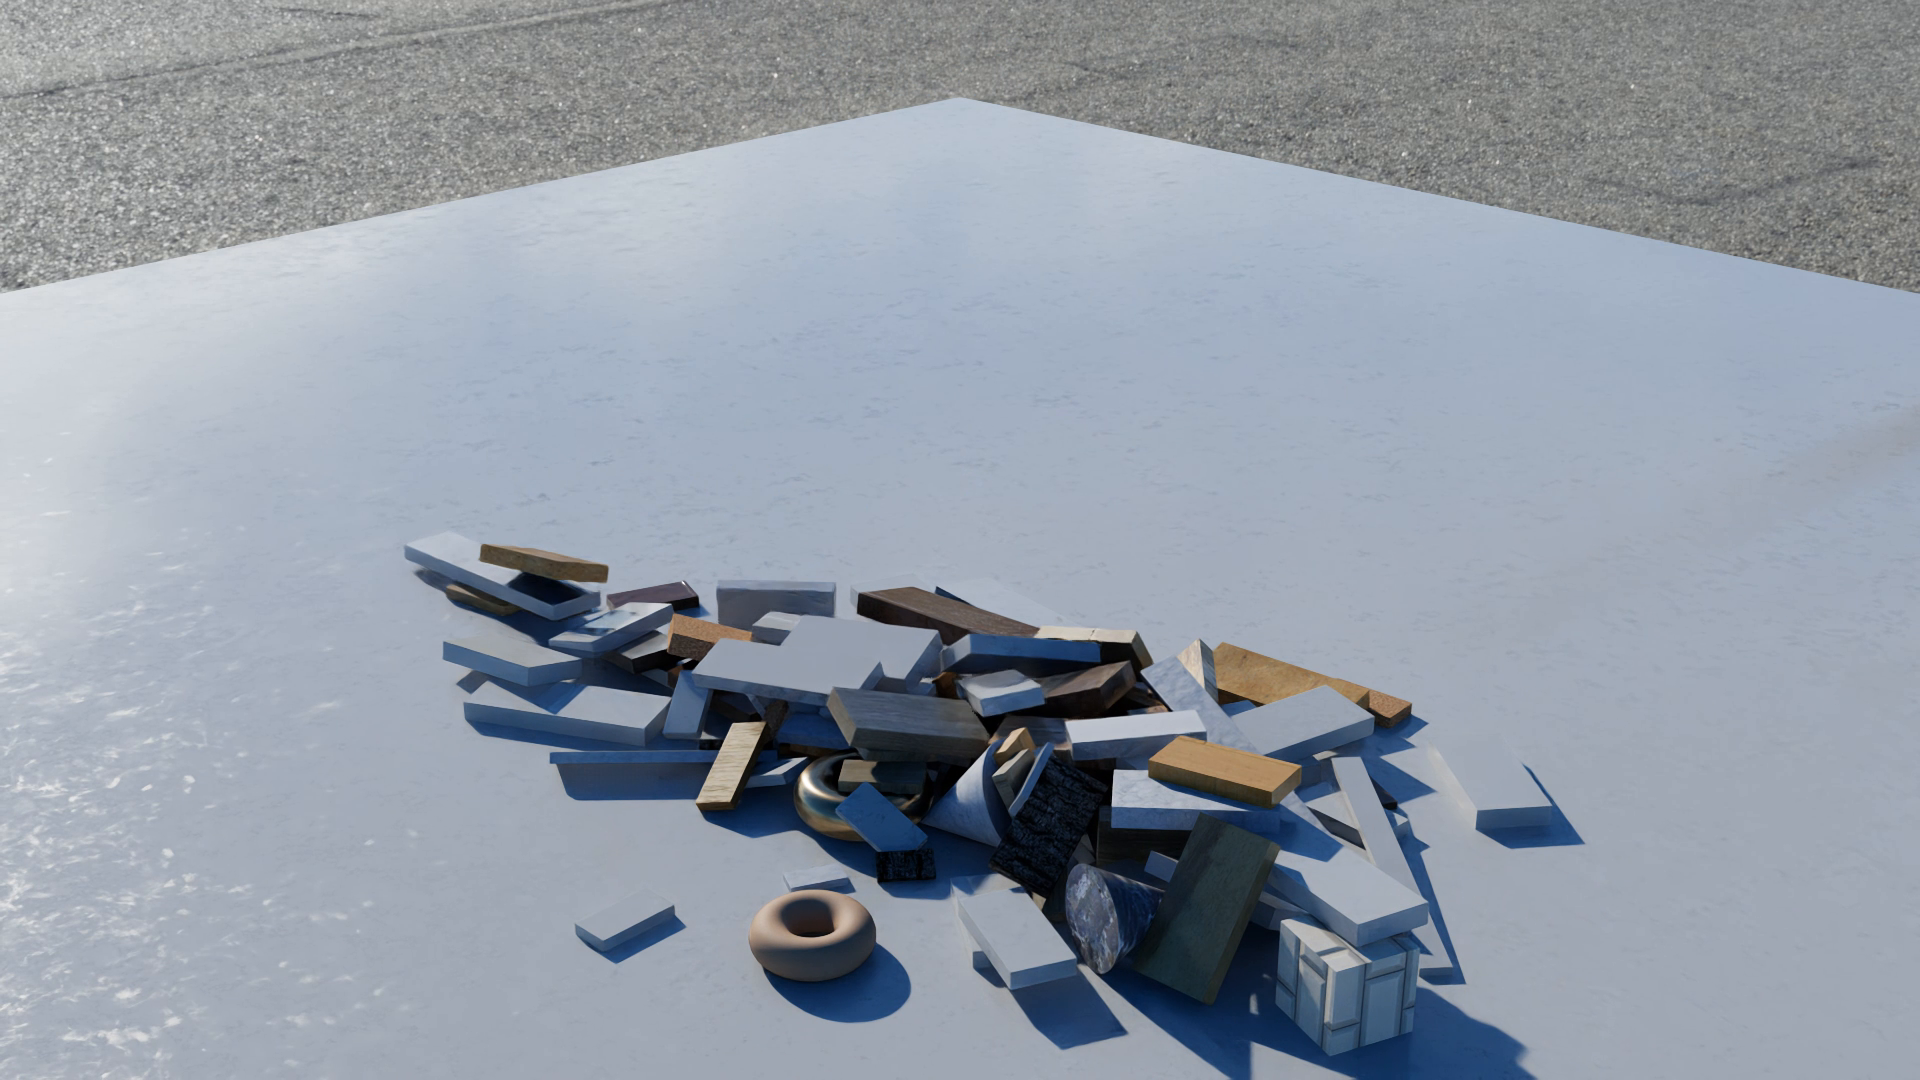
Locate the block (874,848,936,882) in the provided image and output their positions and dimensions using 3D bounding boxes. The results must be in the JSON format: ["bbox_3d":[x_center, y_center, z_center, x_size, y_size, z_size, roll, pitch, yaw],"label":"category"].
[{"bbox_3d":[-0.105,0.626,4.226,0.112,0.016,0.056,-3,60,-6],"label":"block"}]

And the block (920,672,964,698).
[{"bbox_3d":[-0.057,0.316,4.856,0.276,0.039,0.138,-2,15,-38],"label":"block"}]

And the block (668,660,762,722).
[{"bbox_3d":[-0.508,0.330,4.849,0.258,0.037,0.129,24,33,34],"label":"block"}]

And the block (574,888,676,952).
[{"bbox_3d":[-0.620,0.703,4.074,0.084,0.024,0.167,20,30,39],"label":"block"}]

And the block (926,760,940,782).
[{"bbox_3d":[-0.128,0.448,4.607,0.180,0.026,0.090,16,27,1],"label":"block"}]

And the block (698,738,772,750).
[{"bbox_3d":[-0.475,0.434,4.670,0.148,0.021,0.074,0,-4,1],"label":"block"}]

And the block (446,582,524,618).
[{"bbox_3d":[-1.154,0.136,5.404,0.203,0.029,0.102,15,27,31],"label":"block"}]

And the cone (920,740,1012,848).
[{"bbox_3d":[0.013,0.535,4.365,0.233,0.233,0.233,-18,13,30],"label":"cone"}]

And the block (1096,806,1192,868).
[{"bbox_3d":[0.407,0.573,4.221,0.283,0.142,0.040,1,41,1],"label":"block"}]

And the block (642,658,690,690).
[{"bbox_3d":[-0.592,0.307,4.991,0.258,0.037,0.129,20,30,39],"label":"block"}]

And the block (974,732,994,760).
[{"bbox_3d":[0.076,0.444,4.641,0.095,0.027,0.190,-11,19,-41],"label":"block"}]

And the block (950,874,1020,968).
[{"bbox_3d":[0.065,0.700,4.065,0.126,0.036,0.253,-4,23,-9],"label":"block"}]

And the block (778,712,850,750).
[{"bbox_3d":[-0.281,0.401,4.611,0.180,0.025,0.090,5,26,21],"label":"block"}]

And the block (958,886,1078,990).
[{"bbox_3d":[0.101,0.712,3.946,0.126,0.036,0.252,-9,24,-19],"label":"block"}]

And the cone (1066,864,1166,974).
[{"bbox_3d":[0.323,0.663,3.961,0.197,0.197,0.197,-7,24,-25],"label":"cone"}]

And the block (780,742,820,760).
[{"bbox_3d":[-0.302,0.444,4.688,0.149,0.021,0.074,10,25,22],"label":"block"}]

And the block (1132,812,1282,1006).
[{"bbox_3d":[0.436,0.651,3.891,0.152,0.304,0.043,19,-10,37],"label":"block"}]

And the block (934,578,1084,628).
[{"bbox_3d":[0.123,0.186,5.187,0.178,0.050,0.356,-7,25,-44],"label":"block"}]

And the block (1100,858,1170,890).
[{"bbox_3d":[0.374,0.675,4.086,0.283,0.040,0.142,21,20,40],"label":"block"}]

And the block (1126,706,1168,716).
[{"bbox_3d":[0.406,0.388,4.461,0.084,0.024,0.167,-7,24,-16],"label":"block"}]

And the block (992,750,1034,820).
[{"bbox_3d":[0.143,0.527,4.254,0.031,0.219,0.109,-20,10,34],"label":"block"}]

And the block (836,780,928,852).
[{"bbox_3d":[-0.153,0.555,4.285,0.168,0.024,0.084,40,65,16],"label":"block"}]

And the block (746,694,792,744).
[{"bbox_3d":[-0.405,0.359,4.747,0.021,0.148,0.074,-31,4,35],"label":"block"}]

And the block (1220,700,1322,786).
[{"bbox_3d":[0.619,0.438,4.672,0.155,0.044,0.310,-9,25,-20],"label":"block"}]

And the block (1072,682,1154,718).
[{"bbox_3d":[0.293,0.349,4.826,0.247,0.035,0.124,-2,21,15],"label":"block"}]

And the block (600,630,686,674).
[{"bbox_3d":[-0.737,0.249,5.047,0.129,0.037,0.258,-17,16,-27],"label":"block"}]

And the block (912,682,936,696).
[{"bbox_3d":[-0.141,0.328,4.678,0.163,0.023,0.081,2,22,20],"label":"block"}]

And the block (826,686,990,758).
[{"bbox_3d":[-0.102,0.372,4.468,0.309,0.044,0.154,8,25,-27],"label":"block"}]

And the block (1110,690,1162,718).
[{"bbox_3d":[0.430,0.419,4.593,0.277,0.139,0.039,20,25,39],"label":"block"}]

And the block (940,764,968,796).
[{"bbox_3d":[0.064,0.506,4.535,0.190,0.027,0.095,6,24,14],"label":"block"}]

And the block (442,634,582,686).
[{"bbox_3d":[-1.017,0.270,4.989,0.306,0.043,0.153,12,13,39],"label":"block"}]

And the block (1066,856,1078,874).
[{"bbox_3d":[0.179,0.576,4.233,0.020,0.140,0.070,-20,10,33],"label":"block"}]

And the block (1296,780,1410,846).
[{"bbox_3d":[0.781,0.553,4.419,0.108,0.031,0.216,-19,30,-38],"label":"block"}]

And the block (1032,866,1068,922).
[{"bbox_3d":[0.171,0.660,4.127,0.070,0.020,0.140,-10,35,4],"label":"block"}]

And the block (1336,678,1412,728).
[{"bbox_3d":[0.893,0.361,4.875,0.190,0.027,0.095,18,29,37],"label":"block"}]

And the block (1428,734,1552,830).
[{"bbox_3d":[1.089,0.495,4.538,0.155,0.044,0.310,-3,23,-6],"label":"block"}]

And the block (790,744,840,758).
[{"bbox_3d":[-0.260,0.431,4.649,0.180,0.026,0.090,12,26,8],"label":"block"}]

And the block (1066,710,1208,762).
[{"bbox_3d":[0.347,0.386,4.348,0.264,0.037,0.132,-5,14,-2],"label":"block"}]

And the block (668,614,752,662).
[{"bbox_3d":[-0.487,0.250,4.950,0.338,0.048,0.169,15,11,-10],"label":"block"}]

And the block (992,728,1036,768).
[{"bbox_3d":[0.143,0.491,4.336,0.031,0.219,0.109,-19,12,30],"label":"block"}]

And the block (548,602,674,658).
[{"bbox_3d":[-0.806,0.208,5.100,0.138,0.039,0.276,1,17,35],"label":"block"}]

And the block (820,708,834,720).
[{"bbox_3d":[-0.230,0.365,4.587,0.113,0.016,0.057,1,-17,15],"label":"block"}]

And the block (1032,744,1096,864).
[{"bbox_3d":[0.203,0.517,4.283,0.031,0.109,0.219,-25,55,8],"label":"block"}]
